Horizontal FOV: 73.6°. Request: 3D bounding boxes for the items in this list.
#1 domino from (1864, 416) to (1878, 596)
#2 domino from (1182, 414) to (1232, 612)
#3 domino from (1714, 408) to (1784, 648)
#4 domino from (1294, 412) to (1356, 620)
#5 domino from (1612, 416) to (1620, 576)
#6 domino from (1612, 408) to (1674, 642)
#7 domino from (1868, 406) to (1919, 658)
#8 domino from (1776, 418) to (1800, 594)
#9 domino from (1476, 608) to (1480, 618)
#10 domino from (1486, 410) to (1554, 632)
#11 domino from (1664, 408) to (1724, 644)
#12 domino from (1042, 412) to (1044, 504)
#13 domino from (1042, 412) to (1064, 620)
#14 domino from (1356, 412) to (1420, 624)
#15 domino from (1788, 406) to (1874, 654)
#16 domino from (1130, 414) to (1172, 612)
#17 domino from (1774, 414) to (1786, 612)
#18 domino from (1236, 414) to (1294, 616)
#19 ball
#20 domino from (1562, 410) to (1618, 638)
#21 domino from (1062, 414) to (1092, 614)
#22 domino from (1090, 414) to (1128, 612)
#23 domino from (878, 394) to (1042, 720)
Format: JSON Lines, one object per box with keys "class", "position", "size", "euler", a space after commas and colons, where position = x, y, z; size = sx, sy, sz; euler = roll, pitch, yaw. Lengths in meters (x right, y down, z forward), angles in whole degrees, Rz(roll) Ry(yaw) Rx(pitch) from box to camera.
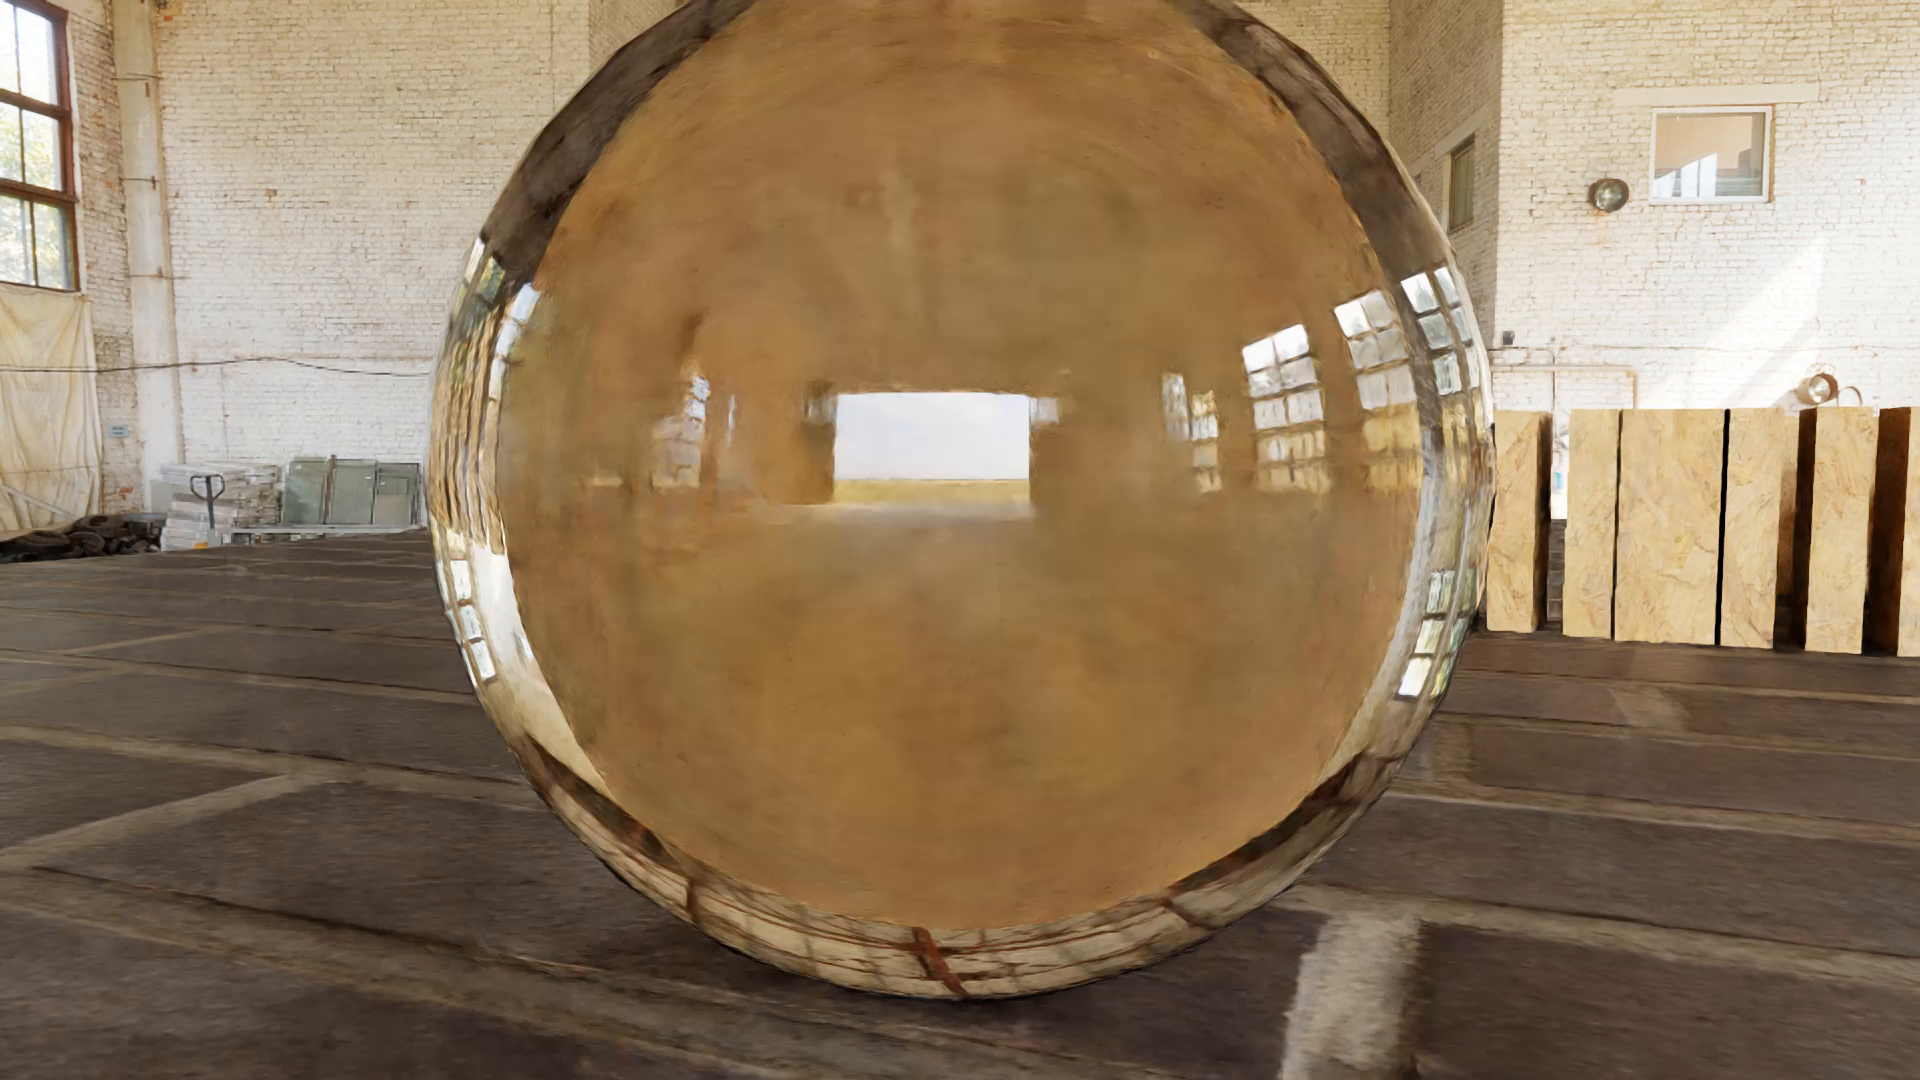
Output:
{"class": "domino", "position": [0.260, -0.010, 0.366], "size": [0.010, 0.050, 0.025], "euler": [4, 6, 40]}
{"class": "domino", "position": [0.065, -0.008, 0.334], "size": [0.010, 0.050, 0.025], "euler": [1, 4, 17]}
{"class": "domino", "position": [0.171, -0.003, 0.279], "size": [0.009, 0.050, 0.025], "euler": [2, 5, 27]}
{"class": "domino", "position": [0.092, -0.007, 0.323], "size": [0.010, 0.050, 0.025], "euler": [2, 5, 26]}
{"class": "domino", "position": [0.193, -0.009, 0.354], "size": [0.025, 0.050, 0.009], "euler": [2, 5, 27]}
{"class": "domino", "position": [0.152, -0.004, 0.287], "size": [0.010, 0.050, 0.025], "euler": [2, 5, 26]}
{"class": "domino", "position": [0.198, -0.002, 0.265], "size": [0.010, 0.050, 0.025], "euler": [2, 5, 24]}
{"class": "domino", "position": [0.232, -0.011, 0.375], "size": [0.009, 0.050, 0.025], "euler": [-1, 4, -8]}
{"class": "domino", "position": [0.119, -0.006, 0.308], "size": [0.010, 0.050, 0.025], "euler": [3, 5, 31]}
{"class": "domino", "position": [0.131, -0.005, 0.301], "size": [0.010, 0.050, 0.025], "euler": [3, 5, 32]}
{"class": "domino", "position": [0.161, -0.004, 0.284], "size": [0.010, 0.050, 0.025], "euler": [2, 5, 26]}
{"class": "domino", "position": [0.006, -0.005, 0.305], "size": [0.025, 0.050, 0.009], "euler": [1, 4, 17]}
{"class": "domino", "position": [0.012, -0.006, 0.319], "size": [0.025, 0.050, 0.010], "euler": [2, 5, 29]}
{"class": "domino", "position": [0.106, -0.006, 0.316], "size": [0.010, 0.050, 0.025], "euler": [2, 5, 28]}
{"class": "domino", "position": [0.184, -0.003, 0.272], "size": [0.009, 0.050, 0.025], "euler": [2, 5, 26]}
{"class": "domino", "position": [0.050, -0.008, 0.338], "size": [0.010, 0.050, 0.025], "euler": [0, 4, 6]}
{"class": "domino", "position": [0.193, -0.007, 0.325], "size": [0.025, 0.050, 0.009], "euler": [-1, 4, -11]}
{"class": "domino", "position": [0.079, -0.007, 0.329], "size": [0.010, 0.050, 0.025], "euler": [2, 5, 24]}
{"class": "ball", "position": [0.000, -0.005, 0.103], "size": [0.080, 0.080, 0.080], "euler": [0, 4, 0]}
{"class": "domino", "position": [0.144, -0.004, 0.293], "size": [0.010, 0.050, 0.025], "euler": [2, 5, 26]}
{"class": "domino", "position": [0.021, -0.007, 0.331], "size": [0.010, 0.050, 0.025], "euler": [-4, 6, -40]}
{"class": "domino", "position": [0.035, -0.008, 0.337], "size": [0.010, 0.050, 0.025], "euler": [-1, 4, -13]}
{"class": "domino", "position": [0.000, 0.002, 0.201], "size": [0.025, 0.050, 0.009], "euler": [0, 4, 0]}
